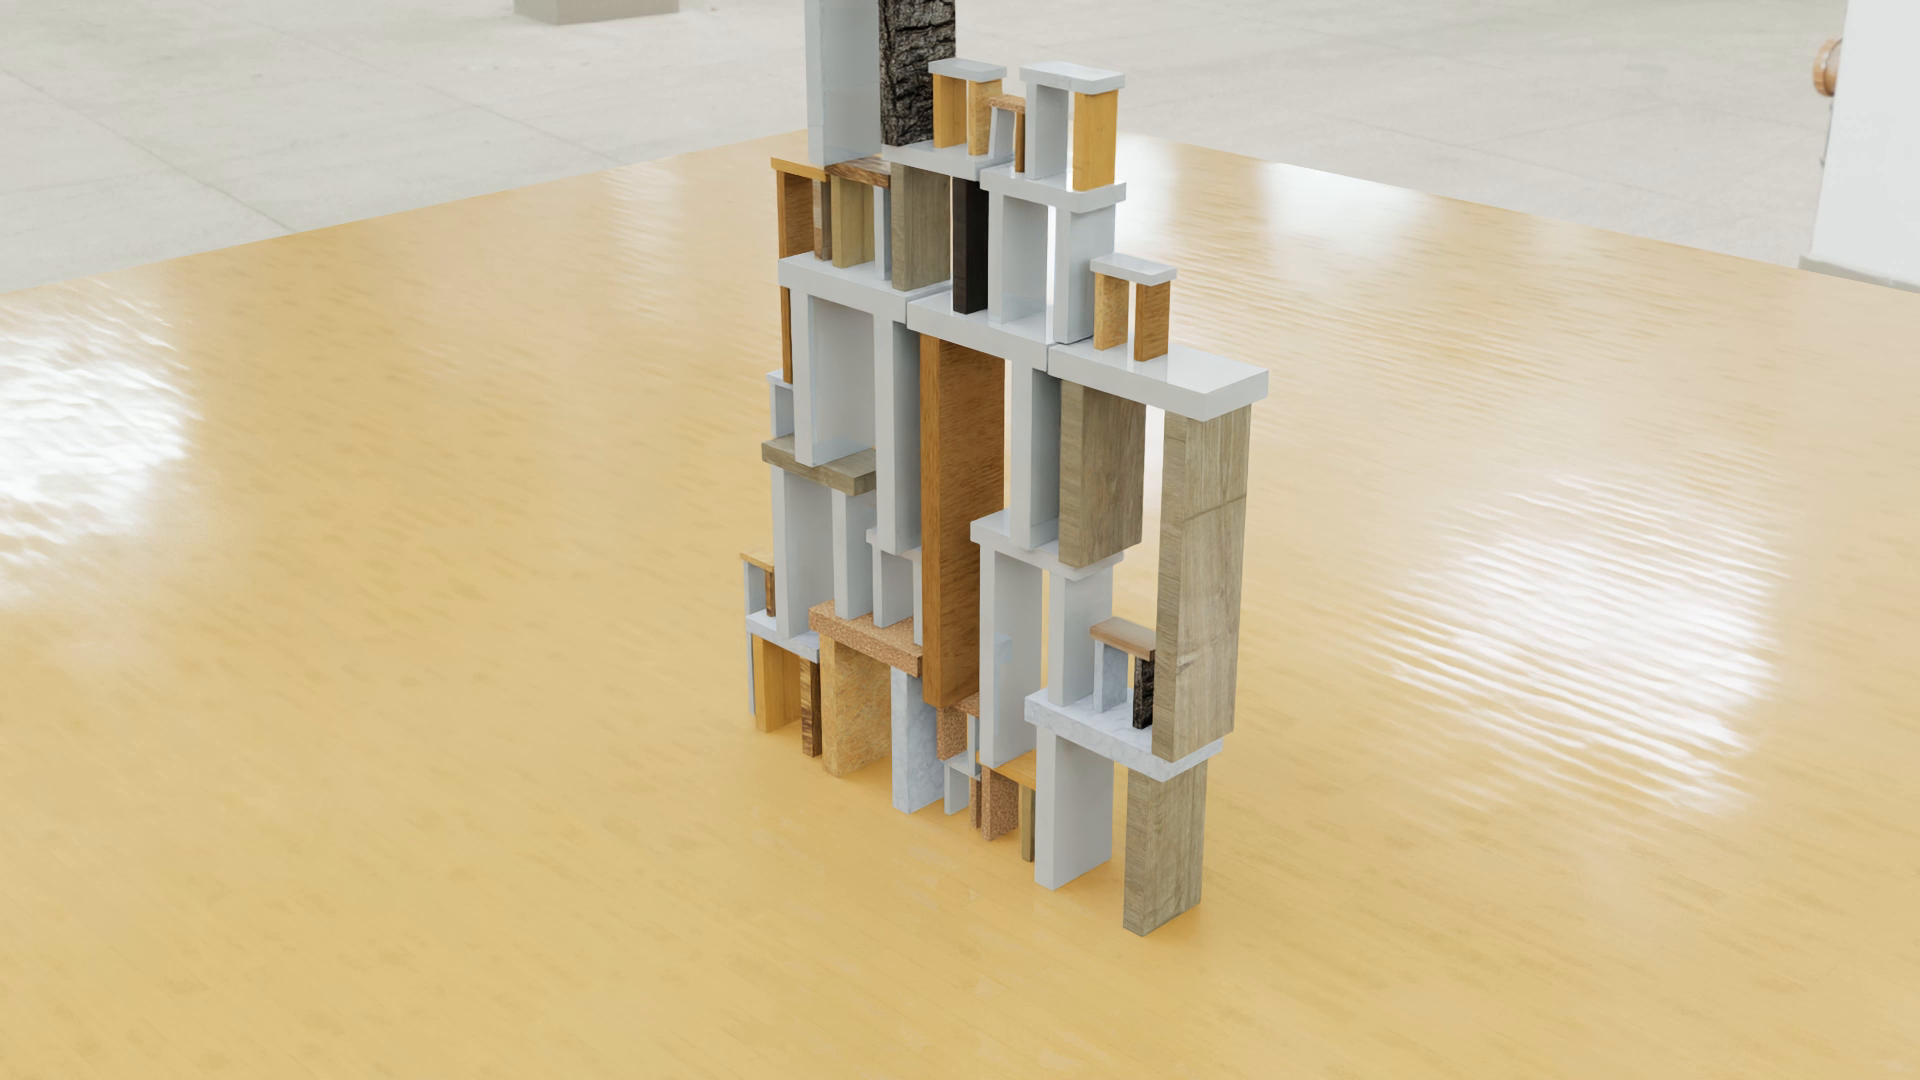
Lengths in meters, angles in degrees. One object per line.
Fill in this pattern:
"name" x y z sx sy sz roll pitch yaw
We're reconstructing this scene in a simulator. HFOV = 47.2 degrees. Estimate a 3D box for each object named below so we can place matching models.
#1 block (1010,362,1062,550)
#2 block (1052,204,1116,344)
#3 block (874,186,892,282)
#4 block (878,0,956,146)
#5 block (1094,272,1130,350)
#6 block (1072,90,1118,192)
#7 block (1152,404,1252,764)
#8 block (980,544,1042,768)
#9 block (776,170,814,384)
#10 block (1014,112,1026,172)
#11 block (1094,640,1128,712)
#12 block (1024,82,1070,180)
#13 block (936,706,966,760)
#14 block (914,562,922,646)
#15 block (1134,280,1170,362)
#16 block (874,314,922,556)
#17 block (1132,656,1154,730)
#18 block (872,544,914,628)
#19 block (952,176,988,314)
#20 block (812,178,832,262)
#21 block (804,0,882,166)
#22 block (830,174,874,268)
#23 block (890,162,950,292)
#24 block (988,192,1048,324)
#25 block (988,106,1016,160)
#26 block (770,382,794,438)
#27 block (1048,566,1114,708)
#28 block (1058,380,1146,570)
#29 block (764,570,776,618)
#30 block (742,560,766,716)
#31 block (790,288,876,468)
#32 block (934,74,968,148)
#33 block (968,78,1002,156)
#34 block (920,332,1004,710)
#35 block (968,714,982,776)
"block" 0.170 -0.172 3.967 0.049 0.347 0.174 21 31 41
"block" 0.214 -0.466 3.791 0.033 0.235 0.117 22 32 40
"block" -0.119 -0.581 4.112 0.089 0.178 0.025 -21 31 -41
"block" -0.075 -0.866 3.935 0.149 0.298 0.042 -21 31 -41
"block" 0.260 -0.399 3.770 0.019 0.135 0.067 21 31 40
"block" 0.226 -0.673 3.681 0.082 0.165 0.023 -22 32 -40
"block" 0.416 0.065 3.800 0.049 0.644 0.171 21 31 41
"block" 0.097 0.206 4.204 0.037 0.460 0.132 21 31 41
"block" -0.319 -0.525 4.356 0.022 0.433 0.079 21 31 41
"block" 0.117 -0.690 3.796 0.046 0.104 0.013 -22 33 -40
"block" 0.277 0.239 4.032 0.071 0.142 0.020 -21 31 -41
"block" 0.148 -0.704 3.752 0.082 0.165 0.023 -22 32 -40
"block" -0.016 0.369 4.393 0.019 0.131 0.066 21 31 41
"block" -0.051 0.114 4.333 0.025 0.176 0.088 21 31 41
"block" 0.324 -0.374 3.712 0.019 0.135 0.068 21 31 40
"block" -0.080 -0.219 4.222 0.178 0.474 0.050 -21 31 -41
"block" 0.344 0.265 3.970 0.020 0.142 0.071 21 31 41
"block" -0.134 0.081 4.410 0.088 0.176 0.025 -21 31 -41
"block" 0.041 -0.538 3.943 0.034 0.246 0.119 21 31 41
"block" -0.245 -0.622 4.234 0.079 0.158 0.022 -21 31 -41
"block" -0.216 -0.890 4.077 0.042 0.366 0.149 21 31 41
"block" -0.203 -0.614 4.189 0.089 0.178 0.025 -21 31 -41
"block" -0.071 -0.586 4.047 0.119 0.238 0.034 -21 31 -41
"block" 0.103 -0.510 3.892 0.033 0.235 0.117 22 32 40
"block" 0.073 -0.713 3.837 0.046 0.093 0.013 -21 37 -41
"block" -0.361 -0.273 4.505 0.058 0.116 0.016 -21 31 -40
"block" 0.222 0.165 4.051 0.132 0.264 0.037 -21 31 -41
"block" 0.253 -0.136 3.889 0.049 0.343 0.171 21 31 40
"block" -0.390 0.107 4.700 0.054 0.108 0.015 -21 31 -40
"block" -0.441 0.208 4.798 0.015 0.370 0.054 21 31 41
"block" -0.247 -0.339 4.354 0.050 0.356 0.178 21 31 41
"block" -0.017 -0.770 3.921 0.065 0.131 0.018 -21 30 -40
"block" 0.044 -0.746 3.864 0.065 0.130 0.018 -21 31 -40
"block" 0.006 -0.049 4.198 0.049 0.754 0.174 21 31 41
"block" 0.046 0.394 4.336 0.019 0.131 0.066 21 31 41
